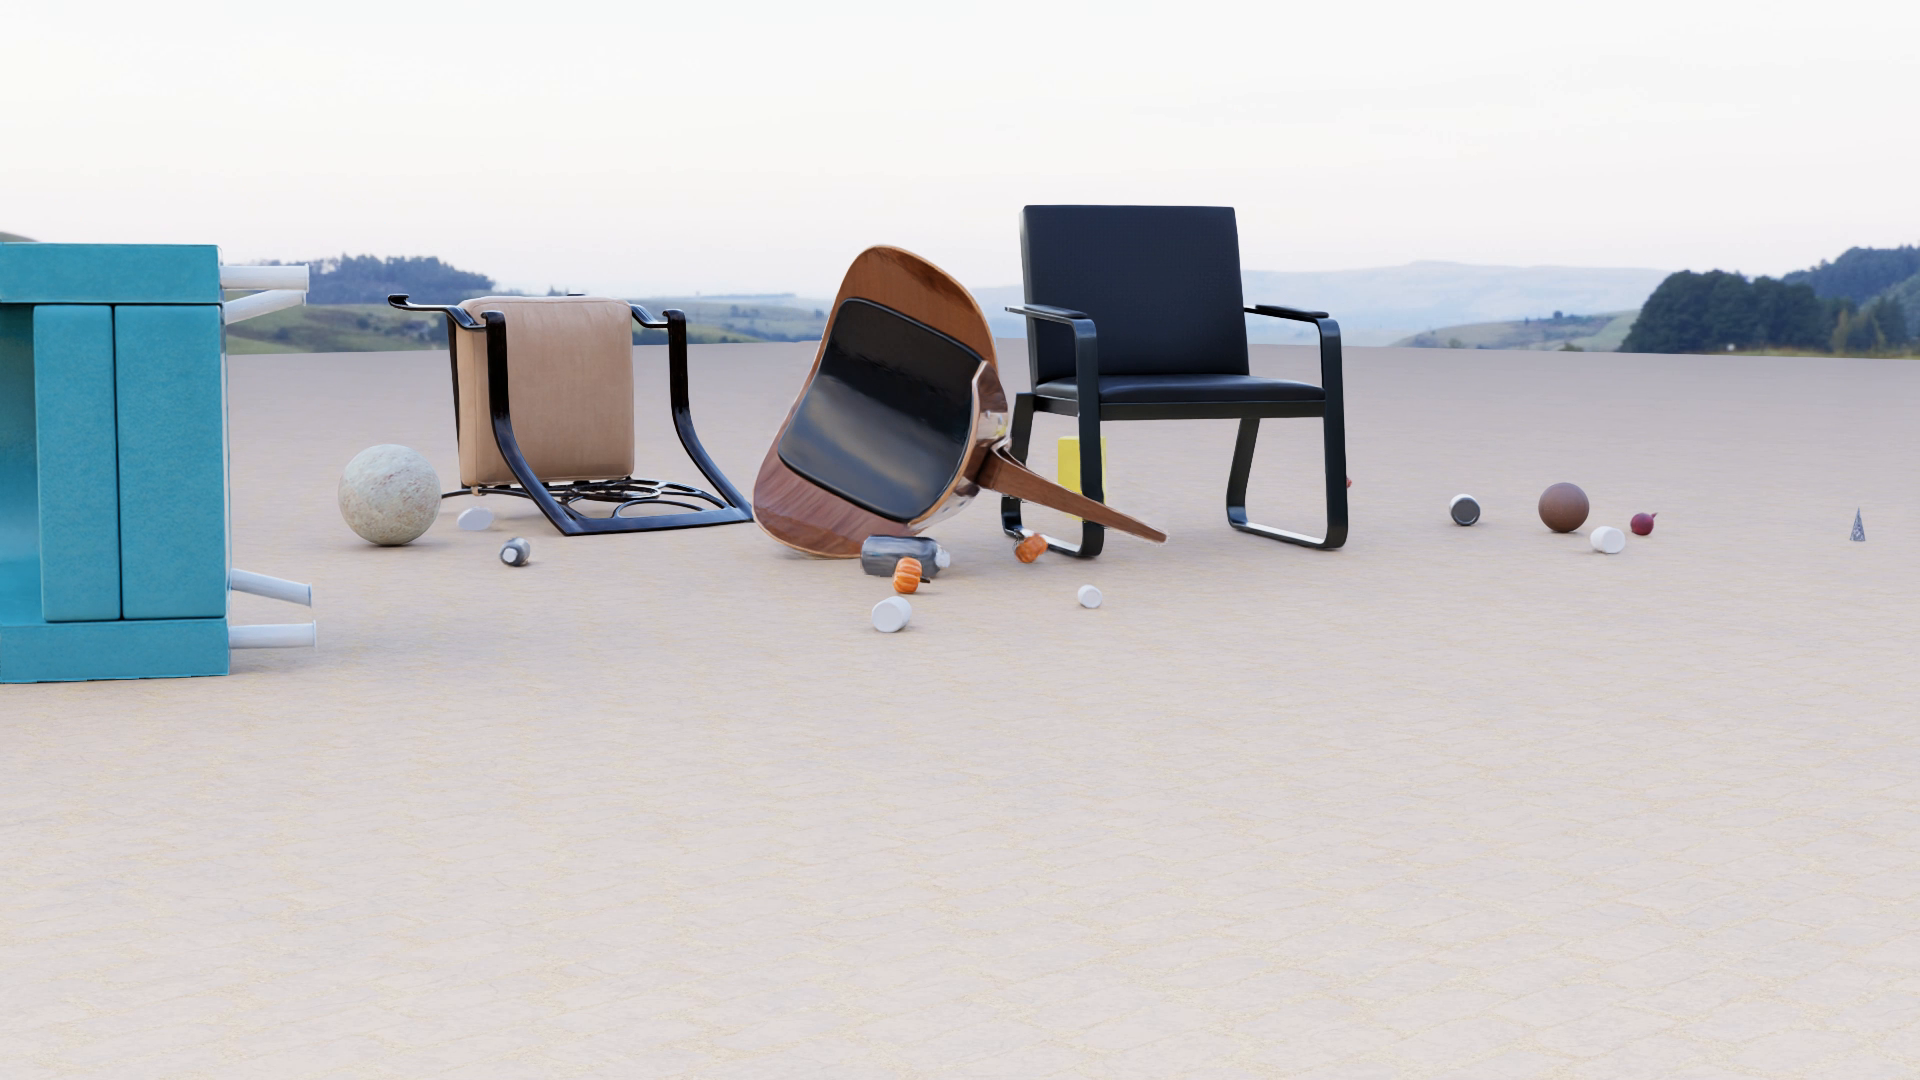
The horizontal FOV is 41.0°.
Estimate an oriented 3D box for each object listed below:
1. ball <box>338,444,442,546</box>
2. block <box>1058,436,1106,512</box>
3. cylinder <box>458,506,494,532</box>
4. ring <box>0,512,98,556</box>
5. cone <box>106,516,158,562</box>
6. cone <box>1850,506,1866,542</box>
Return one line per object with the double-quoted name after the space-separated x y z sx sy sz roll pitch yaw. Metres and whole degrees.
-1.394 -0.110 6.269 0.249 0.249 0.249 0 6 0 "ball"
0.346 -0.188 7.253 0.121 0.202 0.157 1 6 9 "block"
-1.257 -0.055 6.658 0.091 0.055 0.074 -17 9 -10 "cylinder"
-2.216 -0.015 6.143 0.283 0.087 0.301 3 6 24 "ring"
-1.946 0.022 5.942 0.100 0.121 0.140 -32 -24 24 "cone"
2.241 -0.042 6.400 0.038 0.087 0.058 2 6 16 "cone"
